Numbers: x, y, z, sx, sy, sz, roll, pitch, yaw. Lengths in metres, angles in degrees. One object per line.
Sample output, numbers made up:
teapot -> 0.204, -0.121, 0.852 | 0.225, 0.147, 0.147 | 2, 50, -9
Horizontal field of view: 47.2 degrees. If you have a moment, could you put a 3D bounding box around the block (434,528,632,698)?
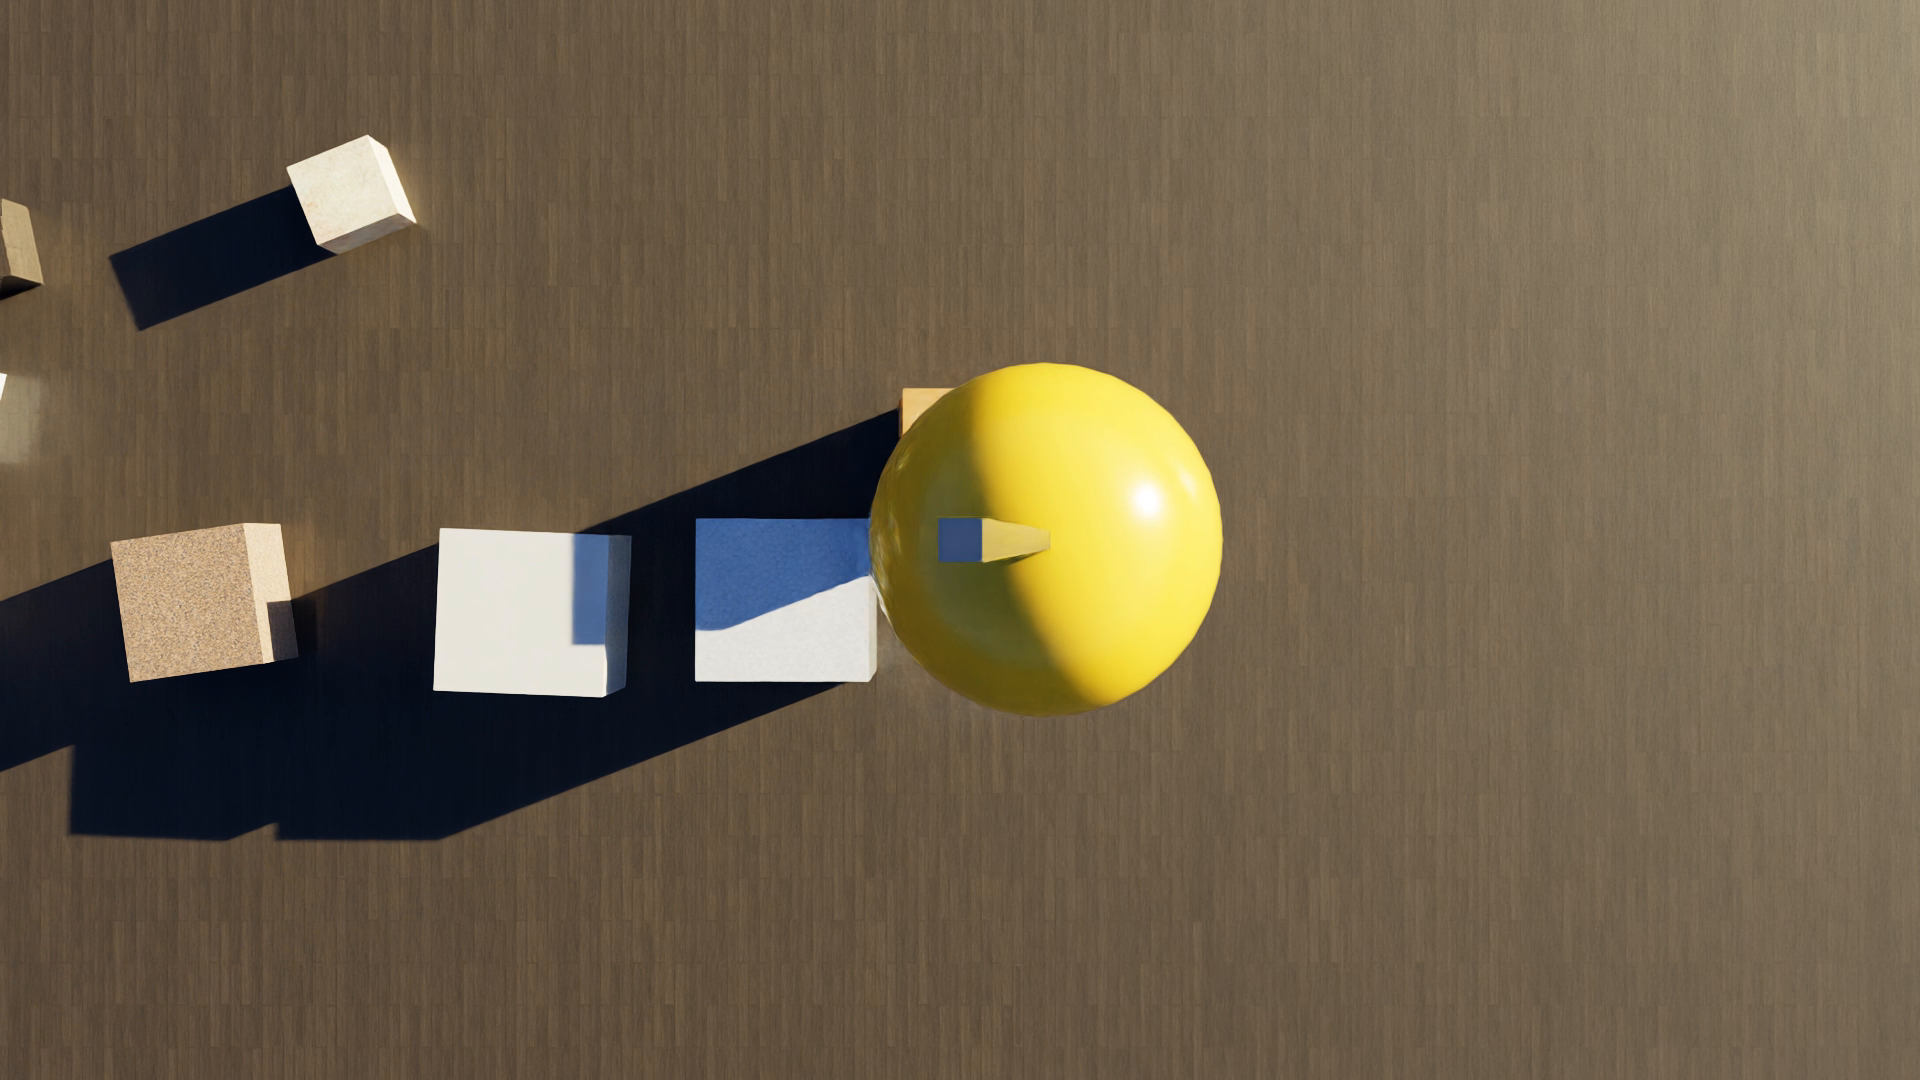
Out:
block -> -2.425, 0.402, 12.579 | 0.935, 0.843, 0.896 | 2, 90, 0

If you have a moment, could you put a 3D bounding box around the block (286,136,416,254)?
block -> -3.534, -2.002, 12.789 | 0.499, 0.422, 0.478 | -22, 90, 0

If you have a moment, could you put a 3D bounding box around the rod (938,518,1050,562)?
rod -> 0.166, 0.000, 6.516 | 0.080, 5.200, 0.080 | 0, 90, 4

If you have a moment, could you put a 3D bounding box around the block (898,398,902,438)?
block -> 0.001, -0.453, 12.605 | 0.694, 0.790, 0.669 | 0, 90, 0

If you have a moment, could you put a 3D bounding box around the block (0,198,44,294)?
block -> -5.668, -1.696, 12.777 | 0.416, 0.446, 0.465 | -12, 90, 0

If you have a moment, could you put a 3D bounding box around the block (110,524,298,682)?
block -> -4.338, 0.352, 12.670 | 0.755, 0.660, 0.794 | -8, 90, 0

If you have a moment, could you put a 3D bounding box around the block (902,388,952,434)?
block -> 0.009, -0.461, 11.853 | 0.617, 0.714, 0.666 | 0, 90, 0

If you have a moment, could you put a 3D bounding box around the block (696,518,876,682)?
block -> -0.974, 0.330, 12.538 | 0.955, 0.924, 0.893 | 0, 90, 0

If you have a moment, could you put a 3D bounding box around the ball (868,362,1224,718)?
ball -> 0.383, 0.000, 9.909 | 1.600, 1.600, 1.600 | 0, 90, 0

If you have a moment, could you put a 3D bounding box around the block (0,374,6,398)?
block -> -5.997, -0.796, 12.706 | 0.616, 0.587, 0.521 | 13, 90, 0
